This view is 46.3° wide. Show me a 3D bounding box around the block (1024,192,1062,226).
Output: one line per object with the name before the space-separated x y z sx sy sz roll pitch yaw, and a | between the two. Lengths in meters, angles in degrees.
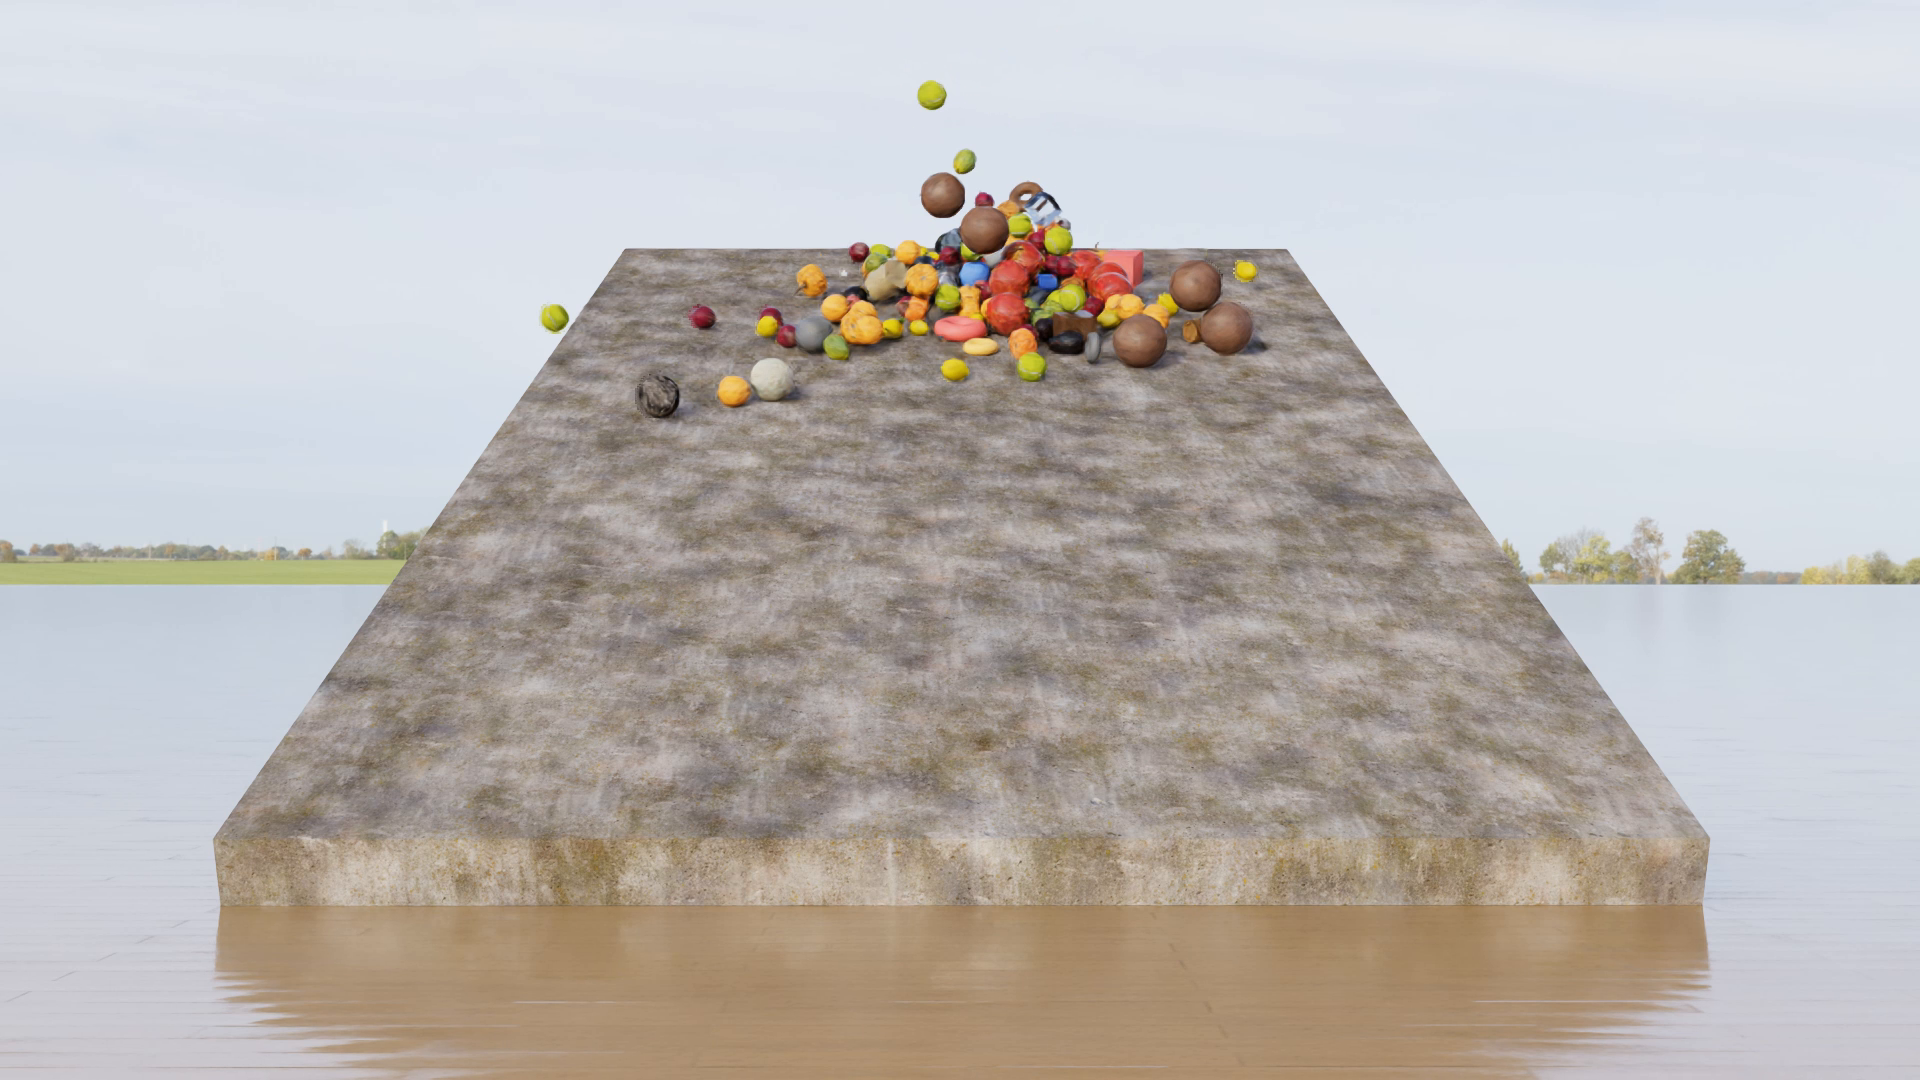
block | 0.231 -0.924 6.271 0.064 0.064 0.064 52 -15 -32

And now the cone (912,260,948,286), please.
cone | -0.090 -0.716 6.148 0.092 0.092 0.092 -6 1 -16

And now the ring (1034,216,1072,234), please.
ring | 0.271 -0.929 6.595 0.116 0.039 0.116 13 1 0

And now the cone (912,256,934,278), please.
cone | -0.089 -0.729 6.100 0.066 0.066 0.066 0 30 -26

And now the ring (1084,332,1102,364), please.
ring | 0.321 -0.464 5.418 0.026 0.078 0.078 13 -4 -14

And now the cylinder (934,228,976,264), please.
cylinder | -0.014 -0.863 6.589 0.094 0.094 0.094 0 17 20

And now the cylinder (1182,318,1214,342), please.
cylinder | 0.601 -0.528 5.655 0.058 0.058 0.058 -10 4 -30

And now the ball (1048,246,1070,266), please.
ball | 0.289 -0.826 6.532 0.062 0.062 0.062 0 -1 0

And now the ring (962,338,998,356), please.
ring | 0.051 -0.476 5.545 0.088 0.029 0.088 0 20 0

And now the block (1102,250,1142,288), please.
block | 0.457 -0.761 6.298 0.088 0.088 0.088 7 20 20

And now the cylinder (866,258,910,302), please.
cylinder | -0.193 -0.693 5.997 0.084 0.084 0.084 1 -23 -42

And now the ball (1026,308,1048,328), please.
ball | 0.198 -0.572 5.791 0.054 0.054 0.054 0 -1 0

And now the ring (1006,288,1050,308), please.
ring | 0.185 -0.651 6.047 0.120 0.040 0.120 0 17 0

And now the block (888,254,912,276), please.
block | -0.172 -0.771 6.362 0.051 0.051 0.051 24 40 39

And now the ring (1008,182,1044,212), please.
ring | 0.197 -1.020 6.681 0.108 0.108 0.036 0 -29 21

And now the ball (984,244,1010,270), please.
ball | 0.100 -0.774 6.131 0.070 0.070 0.070 0 -1 0

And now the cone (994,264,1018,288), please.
cone | 0.117 -0.722 6.269 0.072 0.072 0.072 -1 43 28

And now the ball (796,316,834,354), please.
ball | -0.358 -0.504 5.524 0.094 0.094 0.094 0 -1 0

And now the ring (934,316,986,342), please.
ring | 0.001 -0.534 5.693 0.135 0.045 0.135 1 18 0

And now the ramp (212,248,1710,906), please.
ramp | -0.004 -0.194 4.910 2.000 0.100 4.000 0 19 0

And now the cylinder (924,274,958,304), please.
cylinder | -0.050 -0.676 6.058 0.078 0.078 0.078 4 0 14

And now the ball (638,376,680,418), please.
ball | -0.666 -0.317 4.967 0.095 0.095 0.095 0 -1 0

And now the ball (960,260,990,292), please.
ball | 0.042 -0.732 6.213 0.085 0.085 0.085 0 -1 0

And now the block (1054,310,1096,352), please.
block | 0.287 -0.523 5.603 0.081 0.081 0.081 -6 20 -18

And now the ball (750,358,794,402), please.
ball | -0.427 -0.364 5.100 0.100 0.100 0.100 0 -1 0

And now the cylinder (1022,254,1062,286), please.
cylinder | 0.229 -0.757 6.290 0.085 0.085 0.085 -6 1 -17

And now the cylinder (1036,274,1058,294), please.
cylinder | 0.239 -0.703 6.159 0.052 0.052 0.052 -4 -1 -6
